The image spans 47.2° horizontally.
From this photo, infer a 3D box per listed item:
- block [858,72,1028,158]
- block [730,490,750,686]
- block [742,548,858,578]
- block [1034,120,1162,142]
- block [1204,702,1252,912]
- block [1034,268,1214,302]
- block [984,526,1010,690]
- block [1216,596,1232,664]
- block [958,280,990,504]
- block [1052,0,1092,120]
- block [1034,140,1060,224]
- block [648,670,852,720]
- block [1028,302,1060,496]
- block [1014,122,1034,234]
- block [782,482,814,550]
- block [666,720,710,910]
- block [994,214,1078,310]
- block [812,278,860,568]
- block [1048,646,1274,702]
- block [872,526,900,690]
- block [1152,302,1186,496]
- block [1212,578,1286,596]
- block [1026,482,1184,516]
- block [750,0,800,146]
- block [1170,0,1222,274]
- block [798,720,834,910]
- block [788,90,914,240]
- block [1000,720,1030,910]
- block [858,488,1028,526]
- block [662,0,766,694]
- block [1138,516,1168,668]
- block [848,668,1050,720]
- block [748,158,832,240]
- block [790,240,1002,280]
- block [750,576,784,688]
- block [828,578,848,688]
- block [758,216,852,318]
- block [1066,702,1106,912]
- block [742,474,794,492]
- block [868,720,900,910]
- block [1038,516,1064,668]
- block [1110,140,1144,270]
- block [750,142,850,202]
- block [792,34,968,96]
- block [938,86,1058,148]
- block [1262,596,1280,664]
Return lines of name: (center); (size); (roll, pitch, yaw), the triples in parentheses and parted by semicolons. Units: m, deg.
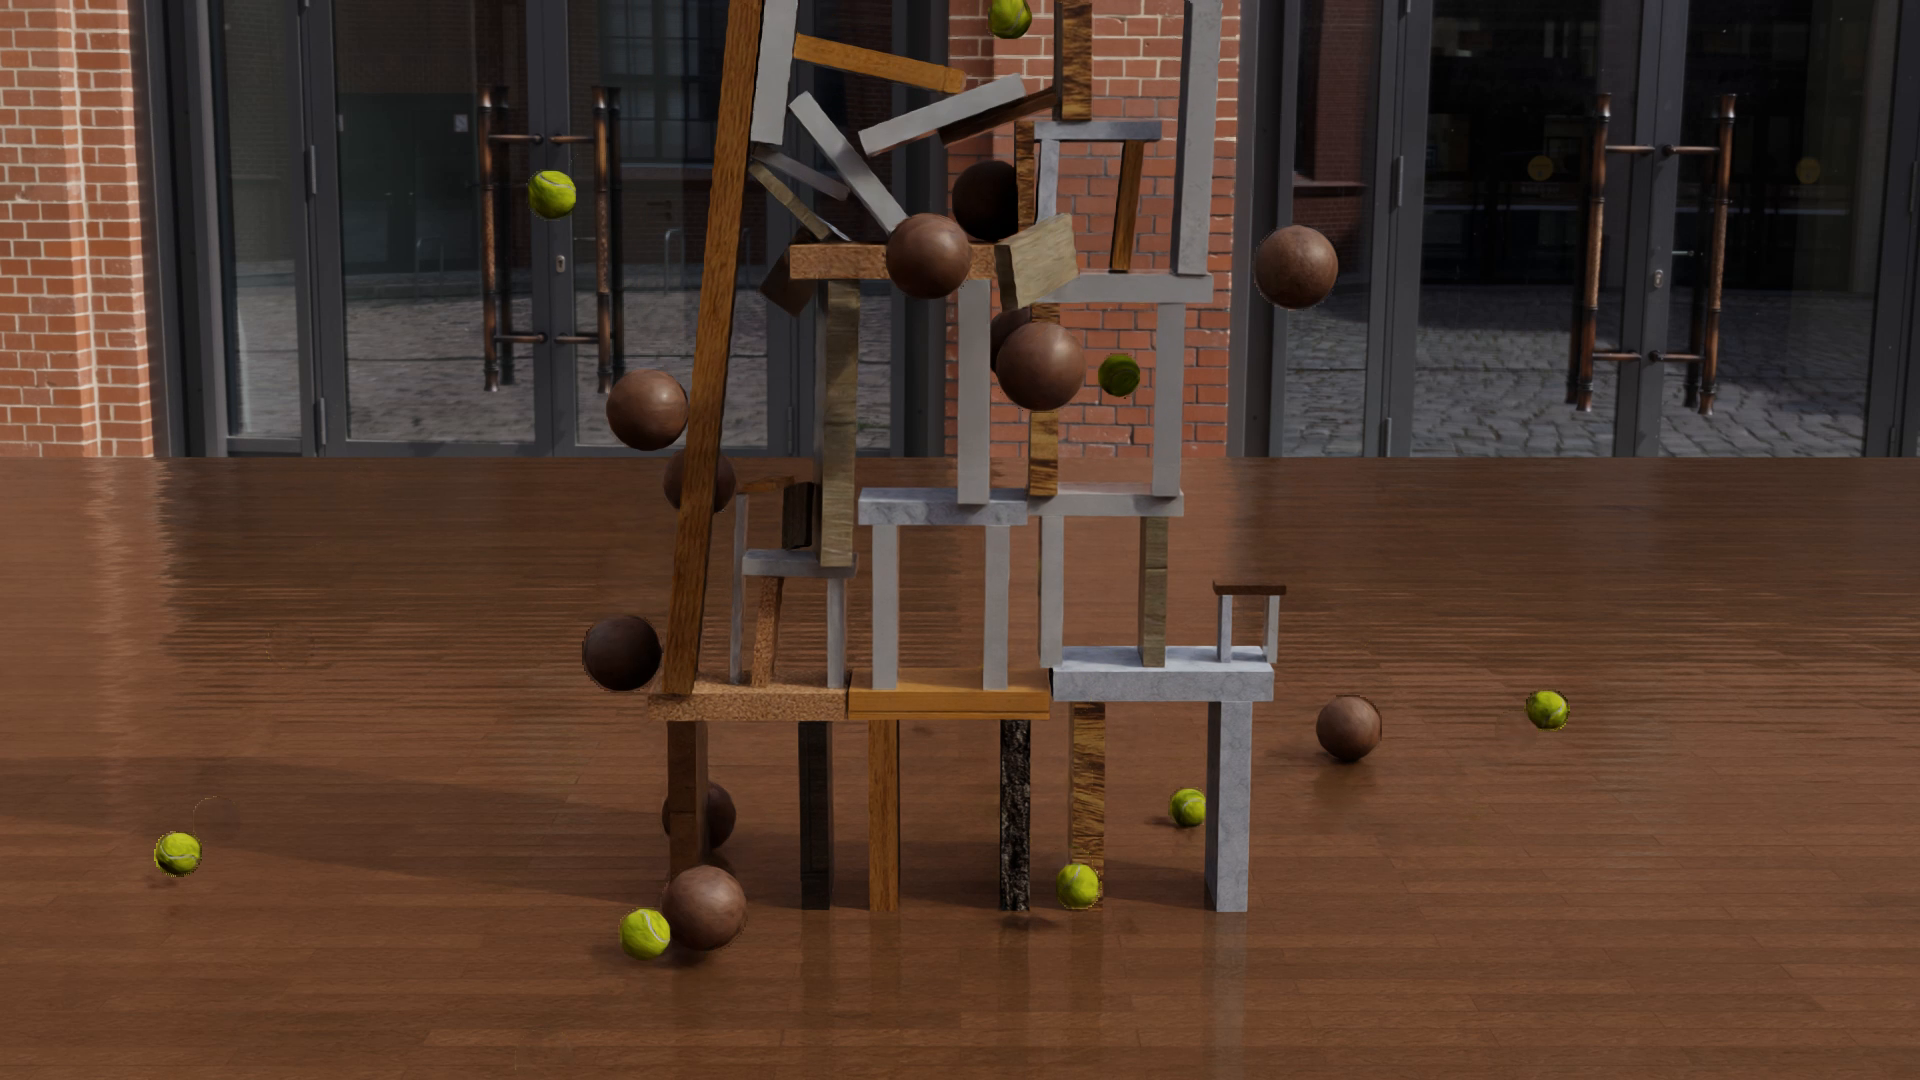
block: (-0.029, -0.662, 3.432); (0.263, 0.037, 0.131); (-20, 7, 1)
block: (-0.359, 0.077, 3.577); (0.015, 0.313, 0.053); (3, 11, 0)
block: (-0.258, 0.038, 3.568); (0.182, 0.026, 0.091); (2, 11, 1)
block: (0.213, -0.642, 3.459); (0.199, 0.028, 0.099); (0, 7, 0)
block: (0.443, 0.416, 3.639); (0.050, 0.353, 0.176); (0, 11, 0)
block: (0.241, -0.404, 3.484); (0.304, 0.043, 0.152); (0, 11, 1)
block: (0.059, 0.097, 3.573); (0.038, 0.268, 0.134); (1, 11, 0)
block: (0.431, 0.139, 3.583); (0.016, 0.113, 0.056); (0, 11, 0)
block: (0.023, -0.245, 3.508); (0.050, 0.351, 0.176); (0, 11, 1)
block: (0.177, -0.816, 3.461); (0.045, 0.316, 0.158); (0, 7, -3)
block: (0.135, -0.528, 3.472); (0.028, 0.199, 0.099); (4, 7, 0)
block: (-0.342, 0.254, 3.608); (0.319, 0.045, 0.159); (0, 11, 0)
block: (0.134, -0.234, 3.519); (0.043, 0.304, 0.152); (1, 11, 1)
block: (0.101, -0.558, 3.437); (0.027, 0.189, 0.094); (-1, 11, -1)
block: (-0.266, -0.040, 3.595); (0.053, 0.105, 0.015); (-11, -19, 38)
block: (-0.449, 0.433, 3.641); (0.045, 0.319, 0.159); (0, 11, 0)
block: (0.111, -0.403, 3.180); (0.027, 0.095, 0.189); (3, 22, 31)
block: (-0.201, -0.196, 3.528); (0.050, 0.454, 0.175); (1, 11, -9)
block: (0.325, 0.218, 3.602); (0.353, 0.050, 0.176); (0, 11, 0)
block: (-0.120, 0.097, 3.575); (0.038, 0.268, 0.134); (0, 10, 0)
block: (0.334, -0.233, 3.516); (0.043, 0.304, 0.152); (2, 11, 5)
block: (0.469, 0.076, 3.571); (0.112, 0.016, 0.056); (0, 11, 0)
block: (0.232, -0.066, 3.549); (0.247, 0.035, 0.123); (0, 11, 0)
block: (-0.281, -0.791, 3.430); (0.049, 0.344, 0.172); (7, 9, -5)
block: (0.371, -0.692, 3.429); (0.045, 0.543, 0.158); (2, 10, 0)
block: (-0.237, 0.433, 3.641); (0.045, 0.319, 0.159); (0, 11, 0)
block: (-0.172, -0.587, 3.461); (0.037, 0.263, 0.131); (-39, 8, 1)
block: (0.090, 0.432, 3.637); (0.046, 0.322, 0.161); (0, 11, 0)
block: (-0.027, -0.055, 3.545); (0.268, 0.038, 0.134); (0, 11, 0)
block: (-0.385, -0.375, 3.493); (0.049, 1.237, 0.172); (6, 10, -5)
block: (0.313, 0.072, 3.574); (0.035, 0.247, 0.123); (0, 11, 0)
block: (-0.017, 0.251, 3.605); (0.322, 0.046, 0.161); (0, 11, 0)
block: (-0.269, -0.535, 3.467); (0.159, 0.023, 0.080); (43, 2, -9)
block: (-0.087, -0.444, 3.476); (0.351, 0.050, 0.175); (0, 11, 1)
block: (-0.314, 0.141, 3.591); (0.026, 0.182, 0.091); (7, 11, 1)
block: (-0.200, 0.142, 3.587); (0.026, 0.182, 0.091); (1, 11, 1)
block: (-0.256, -0.452, 3.619); (0.080, 0.159, 0.023); (34, 21, -6)
block: (0.208, 0.416, 3.639); (0.050, 0.353, 0.176); (0, 11, 0)
block: (-0.312, -0.092, 3.588); (0.053, 0.015, 0.105); (-3, 8, 14)
block: (-0.124, 0.432, 3.638); (0.046, 0.322, 0.161); (0, 11, 0)
block: (0.147, 0.073, 3.570); (0.035, 0.247, 0.123); (0, 11, -1)
block: (0.263, -0.527, 3.468); (0.028, 0.199, 0.099); (6, 7, 1)
block: (-0.253, -0.581, 3.471); (0.159, 0.023, 0.080); (25, 5, -13)
block: (-0.123, -0.741, 3.440); (0.263, 0.037, 0.131); (13, 9, 1)
block: (0.058, -0.661, 3.442); (0.189, 0.027, 0.094); (-20, 7, 2)
block: (0.506, 0.139, 3.583); (0.016, 0.112, 0.056); (1, 11, 0)
